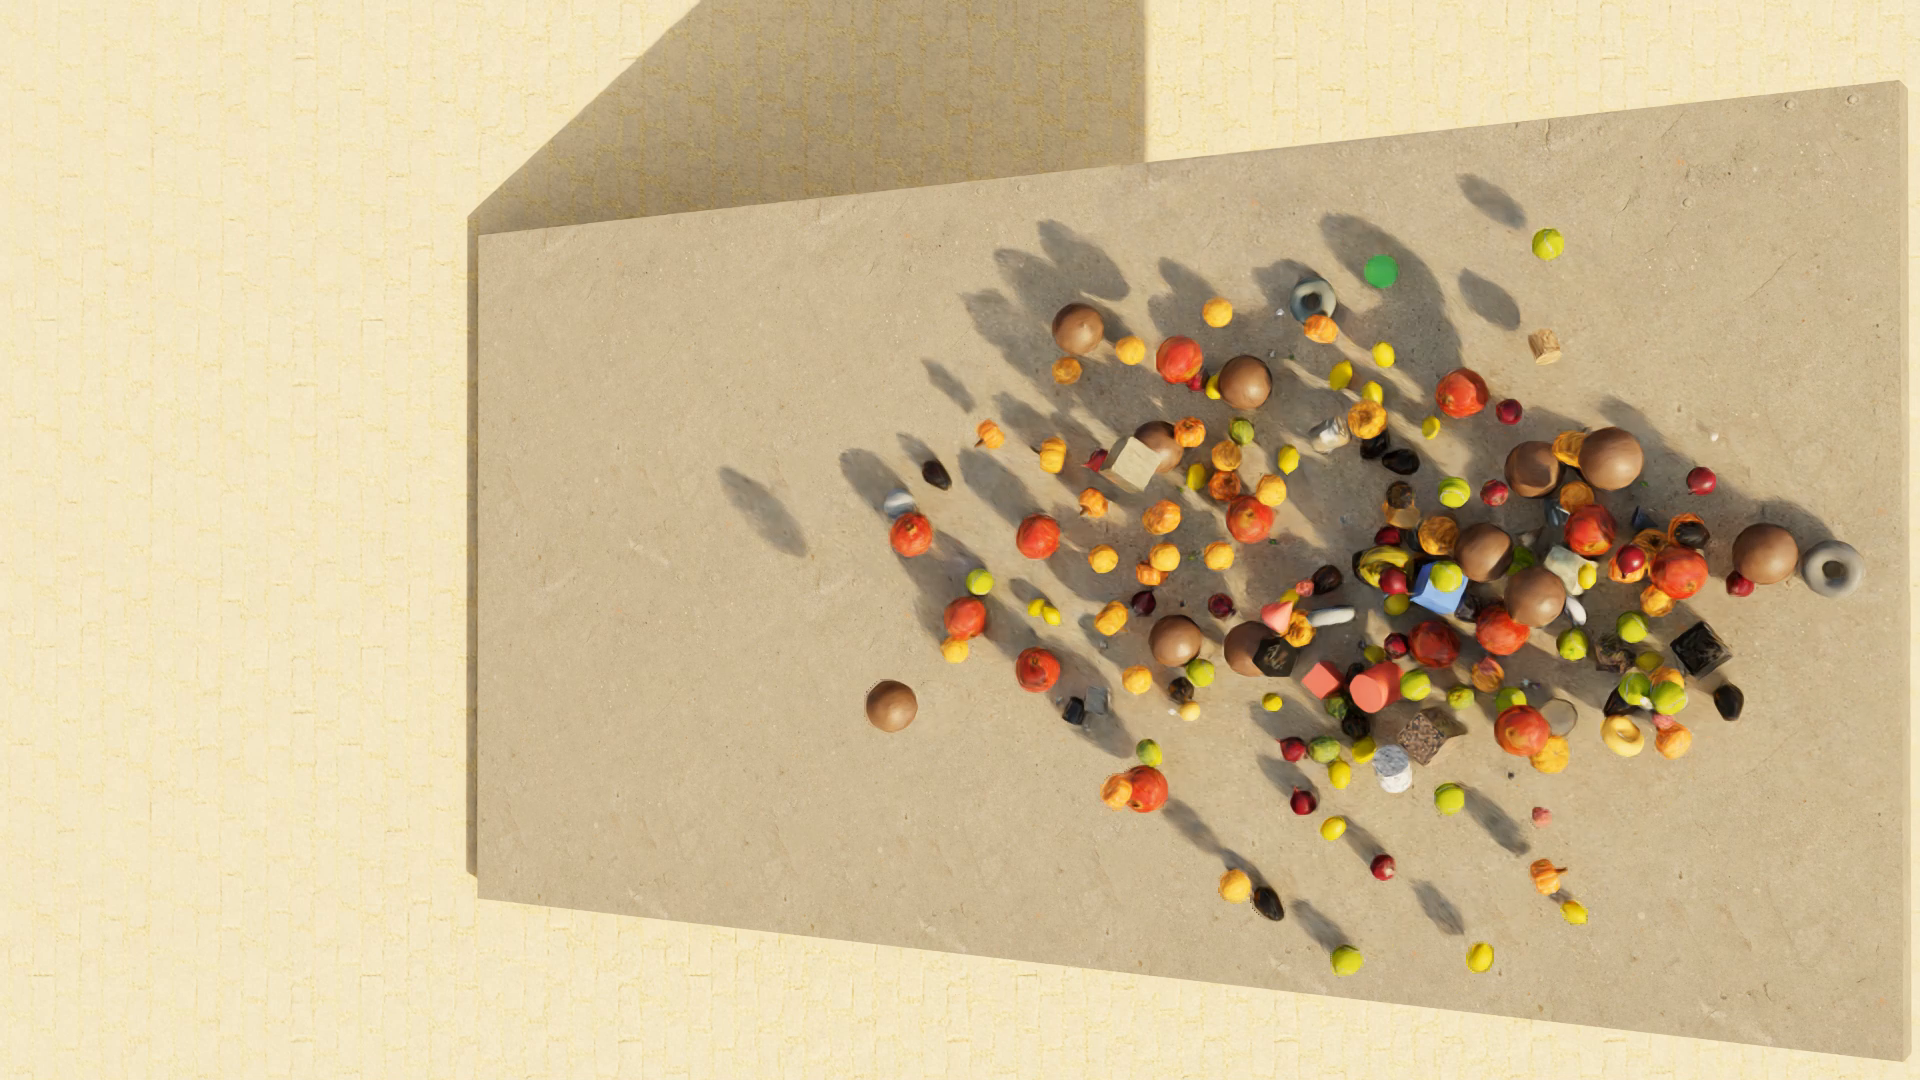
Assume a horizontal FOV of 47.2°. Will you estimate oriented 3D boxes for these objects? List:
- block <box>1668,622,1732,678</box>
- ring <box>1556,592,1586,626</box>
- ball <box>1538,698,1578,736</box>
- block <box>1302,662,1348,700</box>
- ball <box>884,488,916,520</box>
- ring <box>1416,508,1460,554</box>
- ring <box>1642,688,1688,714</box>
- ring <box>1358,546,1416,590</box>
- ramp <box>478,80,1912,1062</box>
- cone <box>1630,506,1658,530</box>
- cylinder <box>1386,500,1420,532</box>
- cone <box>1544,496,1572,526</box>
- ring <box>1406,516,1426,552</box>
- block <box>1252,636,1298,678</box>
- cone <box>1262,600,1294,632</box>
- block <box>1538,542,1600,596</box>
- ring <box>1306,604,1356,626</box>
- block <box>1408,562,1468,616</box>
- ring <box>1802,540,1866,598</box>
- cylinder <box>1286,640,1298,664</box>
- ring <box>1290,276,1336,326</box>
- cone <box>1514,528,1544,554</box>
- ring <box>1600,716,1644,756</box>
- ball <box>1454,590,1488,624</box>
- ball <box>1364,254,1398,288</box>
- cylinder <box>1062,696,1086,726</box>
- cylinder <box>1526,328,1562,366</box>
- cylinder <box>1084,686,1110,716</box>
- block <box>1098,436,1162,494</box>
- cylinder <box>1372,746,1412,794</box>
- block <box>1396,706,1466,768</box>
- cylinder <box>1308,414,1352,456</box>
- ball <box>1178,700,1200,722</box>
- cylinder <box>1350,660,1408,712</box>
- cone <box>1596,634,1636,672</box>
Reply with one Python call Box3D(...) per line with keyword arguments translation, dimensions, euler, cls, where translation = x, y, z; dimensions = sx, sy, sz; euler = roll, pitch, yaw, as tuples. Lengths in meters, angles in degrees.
Box3D(translation=(1.563, 0.232, 4.638), dimensions=(0.082, 0.082, 0.082), euler=(-40, 64, 20), cls="block")
Box3D(translation=(1.336, 0.149, 4.801), dimensions=(0.029, 0.086, 0.086), euler=(-35, 90, -1), cls="ring")
Box3D(translation=(1.305, 0.386, 4.798), dimensions=(0.083, 0.083, 0.083), euler=(0, 89, 0), cls="ball")
Box3D(translation=(0.849, 0.327, 5.120), dimensions=(0.062, 0.062, 0.062), euler=(47, 113, 24), cls="block")
Box3D(translation=(-0.159, -0.093, 5.754), dimensions=(0.085, 0.085, 0.085), euler=(0, 89, 0), cls="ball")
Box3D(translation=(1.077, -0.020, 4.957), dimensions=(0.106, 0.035, 0.106), euler=(-7, 110, -21), cls="ring")
Box3D(translation=(1.485, 0.340, 4.634), dimensions=(0.094, 0.094, 0.031), euler=(-3, 64, 0), cls="ring")
Box3D(translation=(0.966, 0.062, 4.971), dimensions=(0.128, 0.128, 0.043), euler=(18, 51, 0), cls="ring")
Box3D(translation=(0.258, 0.071, 5.596), dimensions=(4.000, 0.100, 2.000), euler=(0, 89, 33), cls="ramp")
Box3D(translation=(1.479, -0.039, 4.740), dimensions=(0.055, 0.055, 0.055), euler=(20, 90, 7), cls="cone")
Box3D(translation=(0.997, -0.055, 4.955), dimensions=(0.055, 0.055, 0.055), euler=(20, 90, -8), cls="cylinder")
Box3D(translation=(1.304, -0.078, 4.852), dimensions=(0.067, 0.067, 0.067), euler=(-12, 130, -15), cls="cone")
Box3D(translation=(1.055, -0.012, 5.012), dimensions=(0.083, 0.028, 0.083), euler=(0, 90, 29), cls="ring")
Box3D(translation=(0.721, 0.268, 5.023), dimensions=(0.063, 0.063, 0.063), euler=(44, 58, -27), cls="block")
Box3D(translation=(0.750, 0.161, 5.086), dimensions=(0.077, 0.077, 0.077), euler=(41, 133, 0), cls="cone")
Box3D(translation=(1.329, 0.063, 4.802), dimensions=(0.084, 0.084, 0.084), euler=(32, 106, 28), cls="block")
Box3D(translation=(0.858, 0.174, 5.082), dimensions=(0.116, 0.116, 0.039), euler=(-9, 88, 0), cls="ring")
Box3D(translation=(1.070, 0.109, 4.914), dimensions=(0.084, 0.084, 0.084), euler=(26, 78, -5), cls="block")
Box3D(translation=(1.793, 0.060, 4.517), dimensions=(0.126, 0.042, 0.126), euler=(12, 112, 32), cls="ring")
Box3D(translation=(0.761, 0.270, 5.178), dimensions=(0.051, 0.051, 0.051), euler=(-27, 63, 0), cls="cylinder")
Box3D(translation=(0.826, -0.560, 5.156), dimensions=(0.115, 0.038, 0.115), euler=(1, 92, 32), cls="ring")
Box3D(translation=(1.265, -0.010, 4.849), dimensions=(0.058, 0.058, 0.058), euler=(-43, 90, 15), cls="cone")
Box3D(translation=(1.416, 0.419, 4.706), dimensions=(0.101, 0.101, 0.034), euler=(29, 133, 0), cls="ring")
Box3D(translation=(1.139, 0.149, 4.916), dimensions=(0.077, 0.077, 0.077), euler=(0, 89, 0), cls="ball")
Box3D(translation=(0.967, -0.616, 5.044), dimensions=(0.077, 0.077, 0.077), euler=(0, 89, 0), cls="ball")
Box3D(translation=(0.289, 0.427, 5.482), dimensions=(0.053, 0.053, 0.053), euler=(22, 103, 0), cls="cylinder")
Box3D(translation=(1.278, -0.423, 4.807), dimensions=(0.059, 0.059, 0.059), euler=(-21, 59, 0), cls="cylinder")
Box3D(translation=(0.338, 0.397, 5.429), dimensions=(0.060, 0.060, 0.060), euler=(11, 78, 0), cls="cylinder")
Box3D(translation=(0.403, -0.179, 5.210), dimensions=(0.094, 0.094, 0.094), euler=(34, 79, -13), cls="block")
Box3D(translation=(0.975, 0.517, 4.956), dimensions=(0.080, 0.080, 0.080), euler=(-10, 54, 13), cls="cylinder")
Box3D(translation=(1.054, 0.440, 4.918), dimensions=(0.091, 0.091, 0.091), euler=(47, 120, 27), cls="block")
Box3D(translation=(0.853, -0.242, 5.065), dimensions=(0.070, 0.070, 0.070), euler=(-34, 89, 35), cls="cylinder")
Box3D(translation=(0.555, 0.412, 5.314), dimensions=(0.051, 0.051, 0.051), euler=(0, 89, 0), cls="ball")
Box3D(translation=(0.956, 0.335, 5.014), dimensions=(0.093, 0.093, 0.093), euler=(-23, 89, -36), cls="cylinder")
Box3D(translation=(1.401, 0.265, 4.771), dimensions=(0.092, 0.092, 0.092), euler=(6, 61, -12), cls="cone")
